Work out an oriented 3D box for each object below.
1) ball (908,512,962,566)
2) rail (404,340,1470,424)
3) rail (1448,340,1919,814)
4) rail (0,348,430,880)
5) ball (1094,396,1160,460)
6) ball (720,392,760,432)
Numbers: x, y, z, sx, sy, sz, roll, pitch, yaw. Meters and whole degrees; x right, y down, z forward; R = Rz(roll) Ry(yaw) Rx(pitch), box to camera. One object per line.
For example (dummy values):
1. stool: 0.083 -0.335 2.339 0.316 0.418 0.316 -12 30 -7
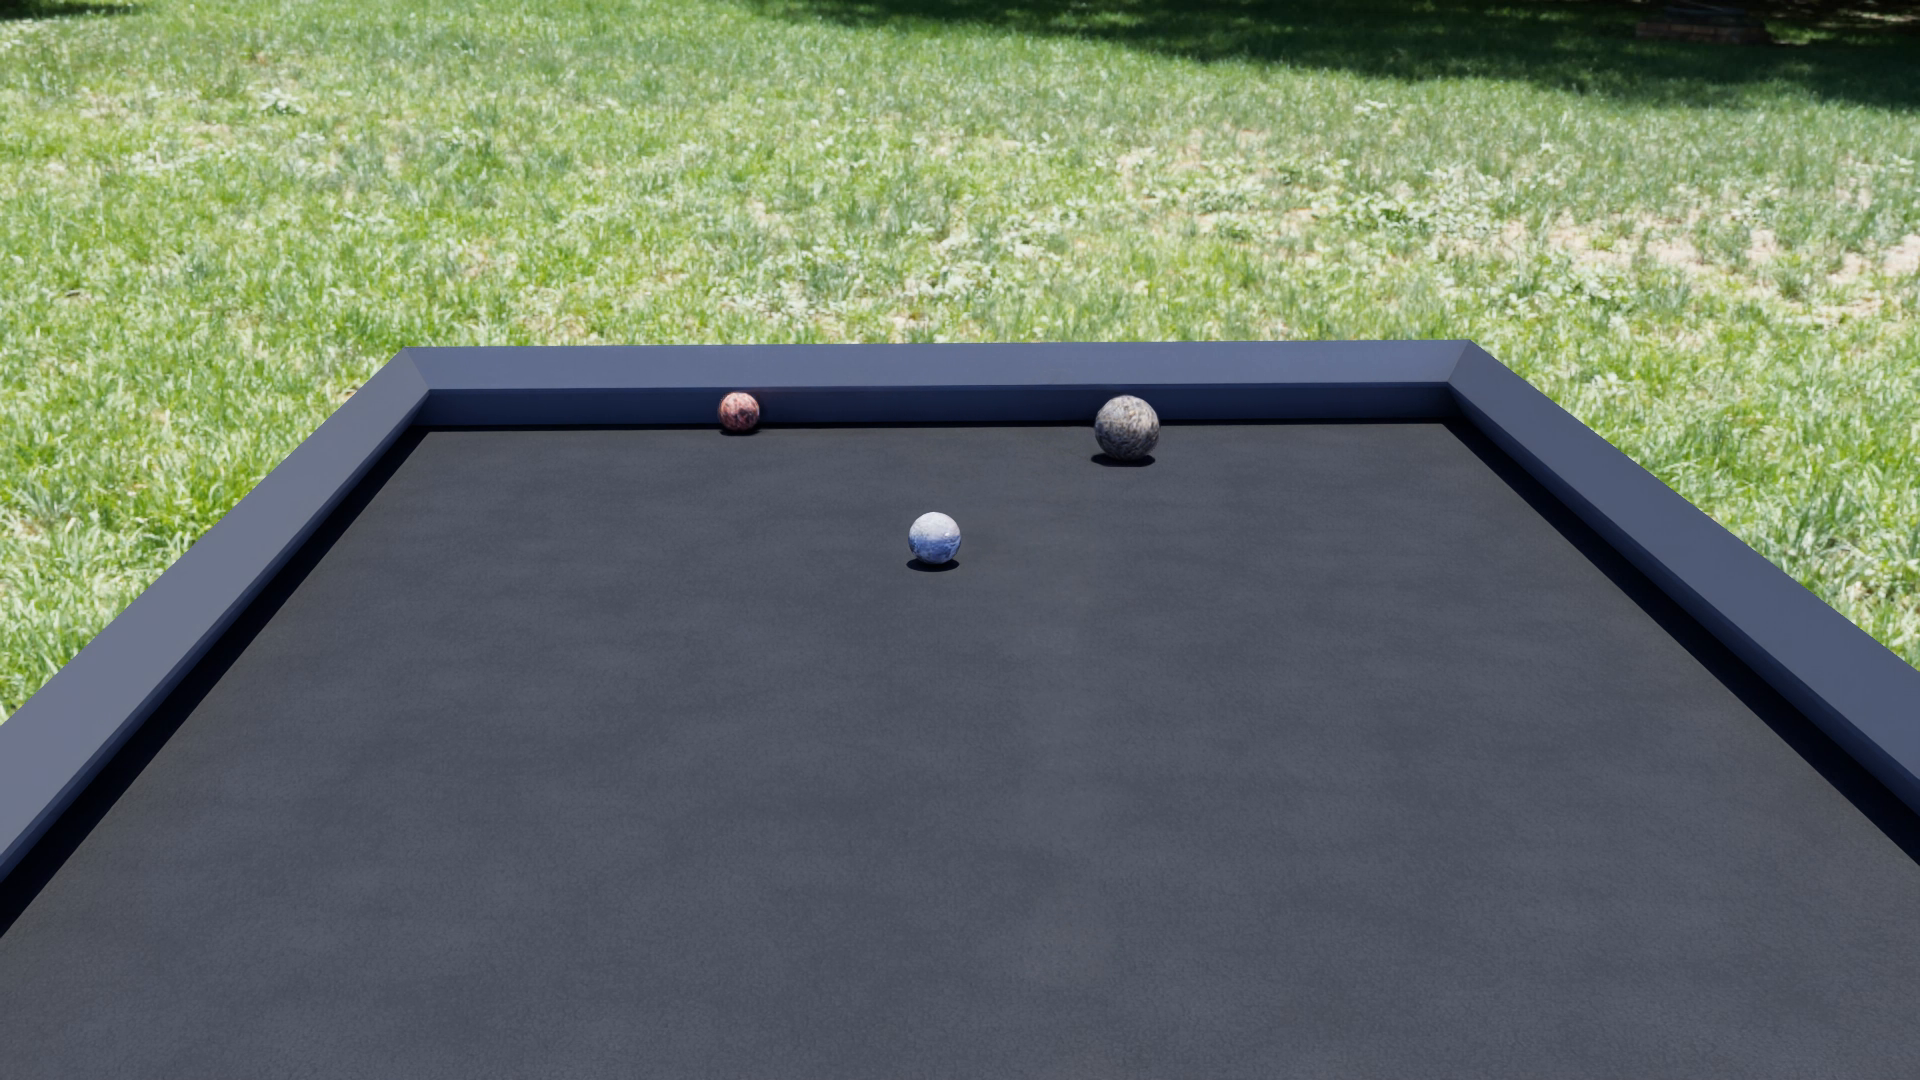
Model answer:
1. ball: -0.031 -0.002 2.731 0.066 0.066 0.066 0 16 0
2. rail: -0.028 -0.243 3.455 1.681 0.124 0.045 -1 16 -2
3. rail: 0.846 0.198 1.934 0.045 0.124 3.277 -1 16 -2
4. rail: -0.787 0.215 1.878 0.045 0.124 3.277 -1 16 -2
5. ball: 0.246 -0.165 3.241 0.096 0.096 0.096 0 16 0
6. ball: -0.342 -0.198 3.415 0.062 0.062 0.062 0 16 0
